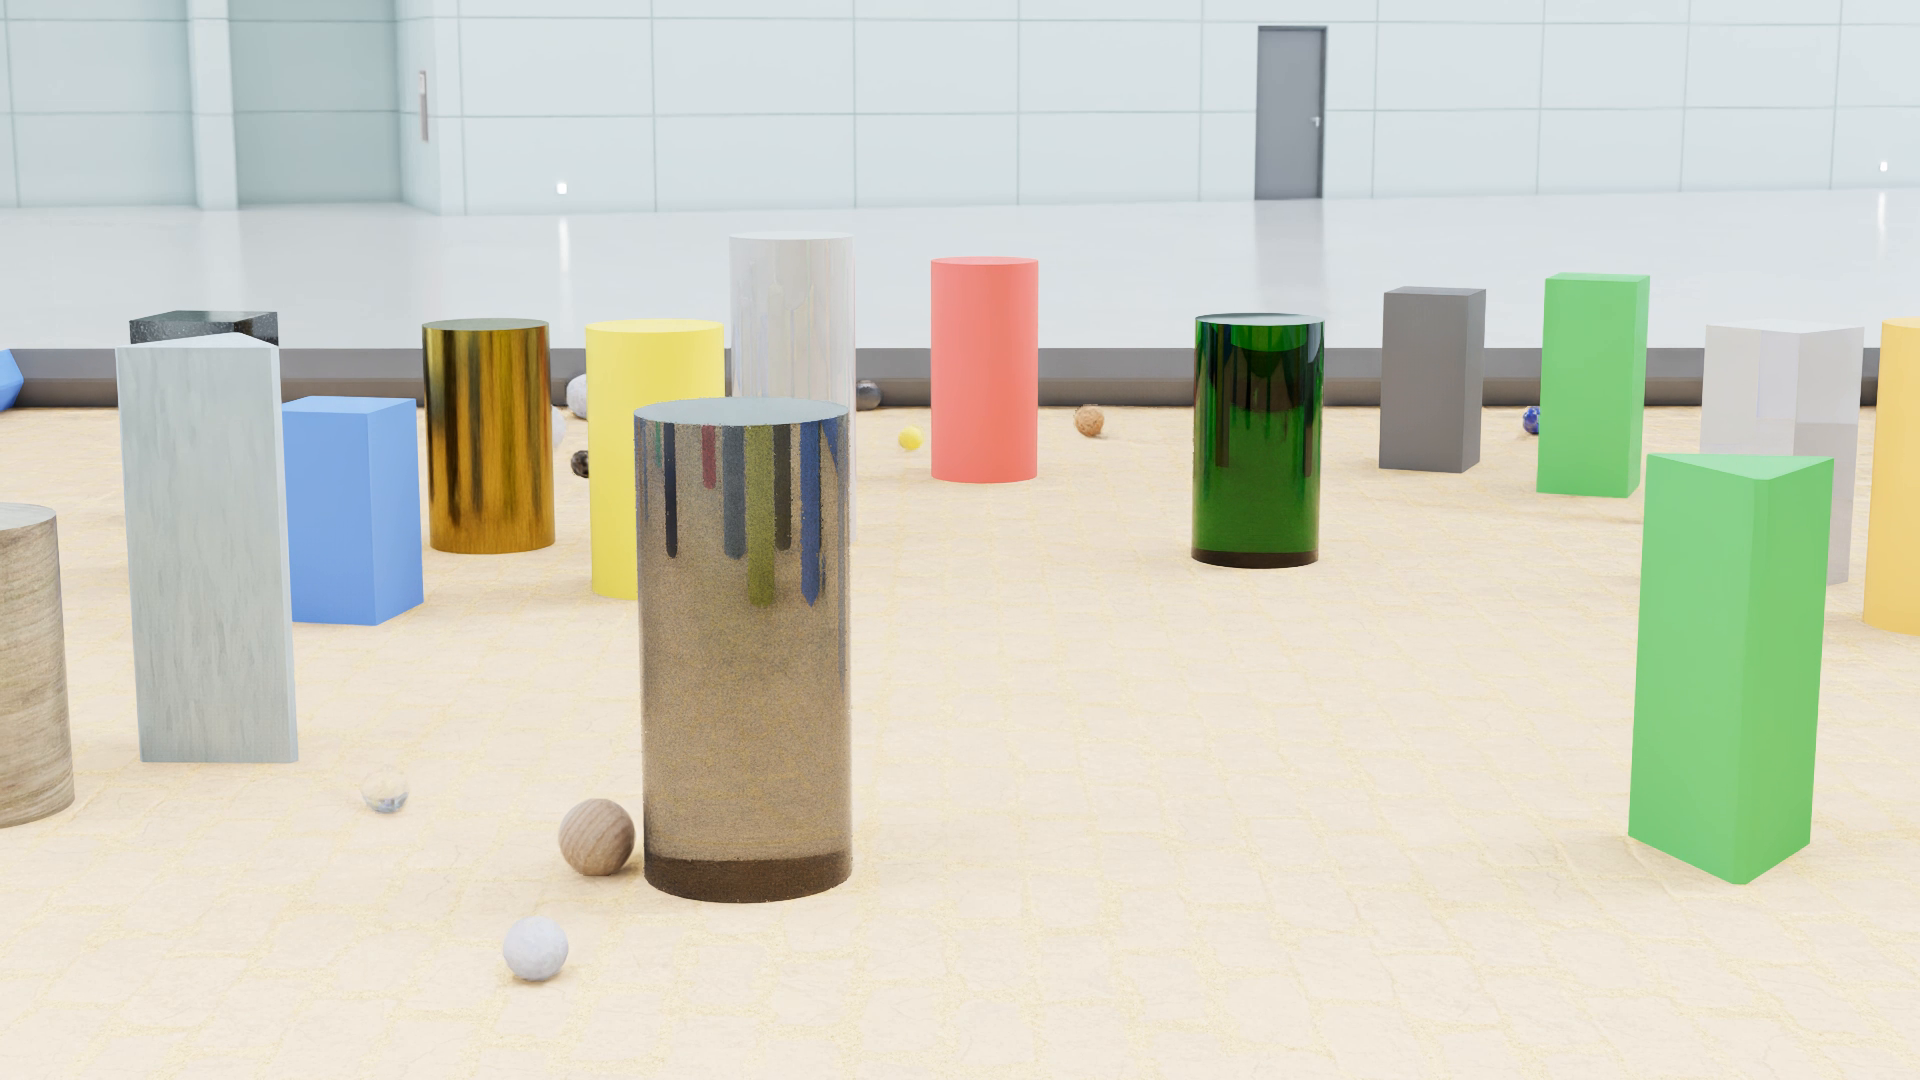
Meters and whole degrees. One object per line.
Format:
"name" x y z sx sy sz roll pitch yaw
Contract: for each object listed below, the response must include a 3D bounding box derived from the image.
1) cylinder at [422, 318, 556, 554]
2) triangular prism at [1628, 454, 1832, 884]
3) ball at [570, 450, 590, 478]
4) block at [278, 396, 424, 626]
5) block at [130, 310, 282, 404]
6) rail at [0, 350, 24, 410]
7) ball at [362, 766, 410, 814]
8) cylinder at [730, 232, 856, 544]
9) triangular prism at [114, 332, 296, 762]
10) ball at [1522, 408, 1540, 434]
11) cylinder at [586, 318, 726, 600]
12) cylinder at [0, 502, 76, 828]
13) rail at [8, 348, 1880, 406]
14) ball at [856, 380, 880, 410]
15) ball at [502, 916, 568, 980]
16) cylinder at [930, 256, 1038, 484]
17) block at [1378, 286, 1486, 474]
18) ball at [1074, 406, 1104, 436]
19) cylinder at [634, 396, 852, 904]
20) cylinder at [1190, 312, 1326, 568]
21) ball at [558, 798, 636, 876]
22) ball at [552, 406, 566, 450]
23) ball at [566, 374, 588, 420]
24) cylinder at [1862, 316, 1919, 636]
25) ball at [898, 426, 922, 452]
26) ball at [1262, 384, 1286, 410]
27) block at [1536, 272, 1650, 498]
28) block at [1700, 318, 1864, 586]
"cylinder" -0.717 -0.161 3.908 0.190 0.337 0.190 0 11 0
"triangular prism" 0.695 0.108 2.375 0.143 0.368 0.165 8 13 38
"ball" -0.666 -0.135 4.554 0.050 0.050 0.050 0 11 0
"block" -0.823 -0.042 3.422 0.152 0.280 0.152 2 11 12
"block" -1.067 -0.133 3.659 0.152 0.373 0.152 1 11 8
"rail" -1.995 0.034 3.438 0.045 0.124 4.160 0 11 0
"ball" -0.564 0.245 2.521 0.047 0.047 0.047 0 11 0
"cylinder" -0.254 -0.231 3.926 0.190 0.468 0.190 0 11 0
"triangular prism" -0.782 0.005 2.736 0.165 0.439 0.143 0 11 1
"ball" 1.140 -0.235 5.079 0.054 0.054 0.054 0 11 0
"cylinder" -0.422 -0.115 3.577 0.190 0.368 0.190 0 11 0
"cylinder" -0.978 0.122 2.519 0.190 0.290 0.190 0 11 0
"rail" -0.012 -0.345 5.471 4.038 0.124 0.045 0 11 0
"ball" -0.199 -0.306 5.434 0.064 0.064 0.064 0 11 0
"ball" -0.341 0.328 2.061 0.052 0.052 0.052 0 11 0
"cylinder" 0.043 -0.304 4.552 0.190 0.382 0.190 0 11 0
"block" 0.860 -0.294 4.671 0.152 0.319 0.152 5 11 23
"ball" 0.255 -0.235 5.063 0.058 0.058 0.058 0 11 0
"cylinder" -0.193 0.094 2.305 0.190 0.423 0.190 0 11 0
"cylinder" 0.440 -0.150 3.797 0.190 0.355 0.190 0 11 0
"ball" -0.329 0.269 2.328 0.070 0.070 0.070 0 11 0
"ball" -0.792 -0.212 4.846 0.095 0.095 0.095 0 11 0
"ball" -0.767 -0.297 5.301 0.094 0.094 0.094 0 11 0
"cylinder" 1.288 -0.084 3.338 0.190 0.395 0.190 0 11 0
"ball" -0.093 -0.192 4.867 0.046 0.046 0.046 0 11 0
"ball" 0.667 -0.304 5.449 0.054 0.054 0.054 0 11 0
"block" 1.087 -0.268 4.405 0.152 0.366 0.152 4 11 22
"block" 1.156 -0.122 3.626 0.152 0.363 0.152 -8 13 -37
